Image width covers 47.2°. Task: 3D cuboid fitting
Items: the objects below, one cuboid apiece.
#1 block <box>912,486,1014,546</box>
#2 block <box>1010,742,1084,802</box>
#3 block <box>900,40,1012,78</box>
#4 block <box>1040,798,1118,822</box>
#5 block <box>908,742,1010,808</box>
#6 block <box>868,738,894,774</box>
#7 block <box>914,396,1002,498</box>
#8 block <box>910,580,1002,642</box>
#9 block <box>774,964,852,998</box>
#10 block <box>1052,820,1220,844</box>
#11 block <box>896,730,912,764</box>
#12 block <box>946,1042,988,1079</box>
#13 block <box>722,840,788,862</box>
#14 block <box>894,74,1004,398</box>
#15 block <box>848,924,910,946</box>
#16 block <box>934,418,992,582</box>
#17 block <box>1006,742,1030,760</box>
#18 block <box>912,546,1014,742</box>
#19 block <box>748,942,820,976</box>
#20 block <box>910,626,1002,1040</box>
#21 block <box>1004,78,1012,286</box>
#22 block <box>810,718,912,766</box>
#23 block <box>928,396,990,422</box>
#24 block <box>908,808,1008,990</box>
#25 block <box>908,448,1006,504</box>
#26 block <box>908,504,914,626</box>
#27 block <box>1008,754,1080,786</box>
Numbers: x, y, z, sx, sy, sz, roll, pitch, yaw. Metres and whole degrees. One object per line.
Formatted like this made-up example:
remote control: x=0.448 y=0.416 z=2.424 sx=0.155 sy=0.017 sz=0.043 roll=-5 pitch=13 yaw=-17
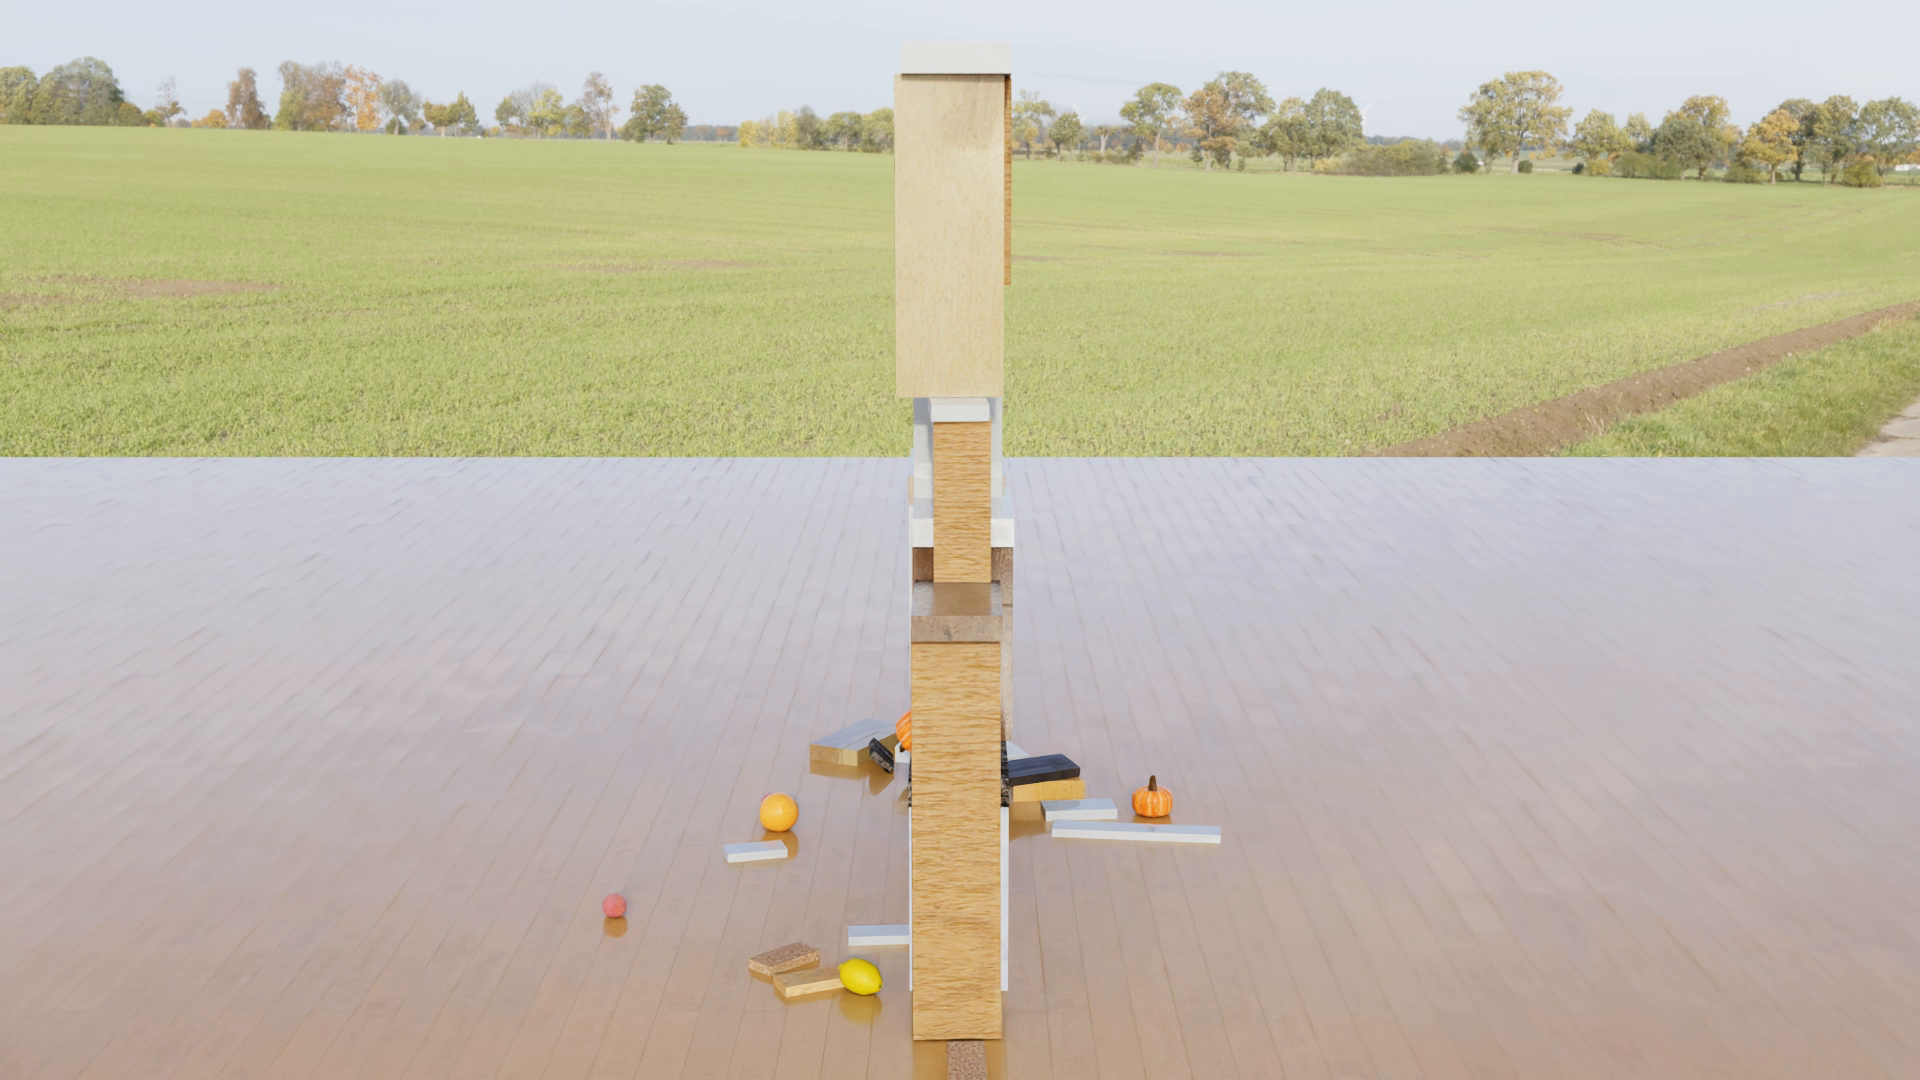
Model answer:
block: x=0.004 y=-0.039 z=3.429 sx=0.152 sy=0.043 sz=0.304 roll=0 pitch=11 yaw=0
block: x=0.158 y=0.452 z=4.308 sx=0.136 sy=0.039 sz=0.272 roll=-1 pitch=11 yaw=-4
block: x=-0.003 y=-0.704 z=3.229 sx=0.156 sy=0.044 sz=0.312 roll=0 pitch=10 yaw=1
block: x=0.221 y=0.502 z=4.093 sx=0.133 sy=0.019 sz=0.067 roll=-1 pitch=11 yaw=-6
block: x=-0.002 y=0.339 z=3.314 sx=0.145 sy=0.041 sz=0.291 roll=0 pitch=11 yaw=0
block: x=-0.157 y=0.431 z=4.399 sx=0.052 sy=0.015 sz=0.104 roll=43 pitch=6 yaw=-10
block: x=-0.004 y=-0.216 z=3.458 sx=0.139 sy=0.295 sz=0.039 roll=0 pitch=11 yaw=-1
block: x=-0.004 y=0.097 z=3.064 sx=0.123 sy=0.035 sz=0.246 roll=0 pitch=10 yaw=0
block: x=-0.219 y=0.656 z=3.274 sx=0.104 sy=0.015 sz=0.052 roll=-5 pitch=12 yaw=-25
block: x=0.318 y=0.526 z=3.971 sx=0.302 sy=0.015 sz=0.052 roll=1 pitch=11 yaw=7
block: x=-0.048 y=0.401 z=4.389 sx=0.112 sy=0.032 sz=0.223 roll=2 pitch=11 yaw=12
block: x=0.012 y=0.733 z=2.860 sx=0.052 sy=0.015 sz=0.362 roll=0 pitch=11 yaw=-1
block: x=-0.360 y=0.546 z=3.862 sx=0.105 sy=0.015 sz=0.053 roll=-3 pitch=11 yaw=-16
block: x=-0.016 y=-0.437 z=3.175 sx=0.156 sy=0.459 sz=0.044 roll=-1 pitch=10 yaw=-3
block: x=-0.126 y=0.622 z=3.460 sx=0.100 sy=0.014 sz=0.050 roll=-1 pitch=11 yaw=-5
block: x=0.003 y=-0.057 z=3.156 sx=0.082 sy=0.235 sz=0.023 roll=0 pitch=9 yaw=0
block: x=0.025 y=0.394 z=4.295 sx=0.112 sy=0.032 sz=0.223 roll=3 pitch=16 yaw=-35
block: x=0.004 y=0.153 z=3.362 sx=0.152 sy=0.308 sz=0.043 roll=0 pitch=11 yaw=0
block: x=-0.269 y=0.640 z=3.361 sx=0.050 sy=0.014 sz=0.100 roll=10 pitch=15 yaw=44
block: x=-0.006 y=0.408 z=3.063 sx=0.123 sy=0.578 sz=0.035 roll=0 pitch=5 yaw=-2
block: x=0.000 y=-0.548 z=3.368 sx=0.156 sy=0.312 sz=0.044 roll=0 pitch=11 yaw=-2
block: x=-0.202 y=0.415 z=4.525 sx=0.112 sy=0.032 sz=0.223 roll=6 pitch=12 yaw=28
block: x=-0.003 y=-0.194 z=3.185 sx=0.082 sy=0.023 sz=0.164 roll=0 pitch=10 yaw=-3
block: x=-0.002 y=0.520 z=3.249 sx=0.145 sy=0.291 sz=0.041 roll=0 pitch=11 yaw=0
block: x=-0.006 y=-0.111 z=3.736 sx=0.159 sy=0.045 sz=0.319 roll=0 pitch=11 yaw=0
block: x=-0.004 y=0.087 z=3.665 sx=0.159 sy=0.319 sz=0.045 roll=0 pitch=11 yaw=0
block: x=0.115 y=0.440 z=4.165 sx=0.227 sy=0.019 sz=0.067 roll=-4 pitch=22 yaw=-31
